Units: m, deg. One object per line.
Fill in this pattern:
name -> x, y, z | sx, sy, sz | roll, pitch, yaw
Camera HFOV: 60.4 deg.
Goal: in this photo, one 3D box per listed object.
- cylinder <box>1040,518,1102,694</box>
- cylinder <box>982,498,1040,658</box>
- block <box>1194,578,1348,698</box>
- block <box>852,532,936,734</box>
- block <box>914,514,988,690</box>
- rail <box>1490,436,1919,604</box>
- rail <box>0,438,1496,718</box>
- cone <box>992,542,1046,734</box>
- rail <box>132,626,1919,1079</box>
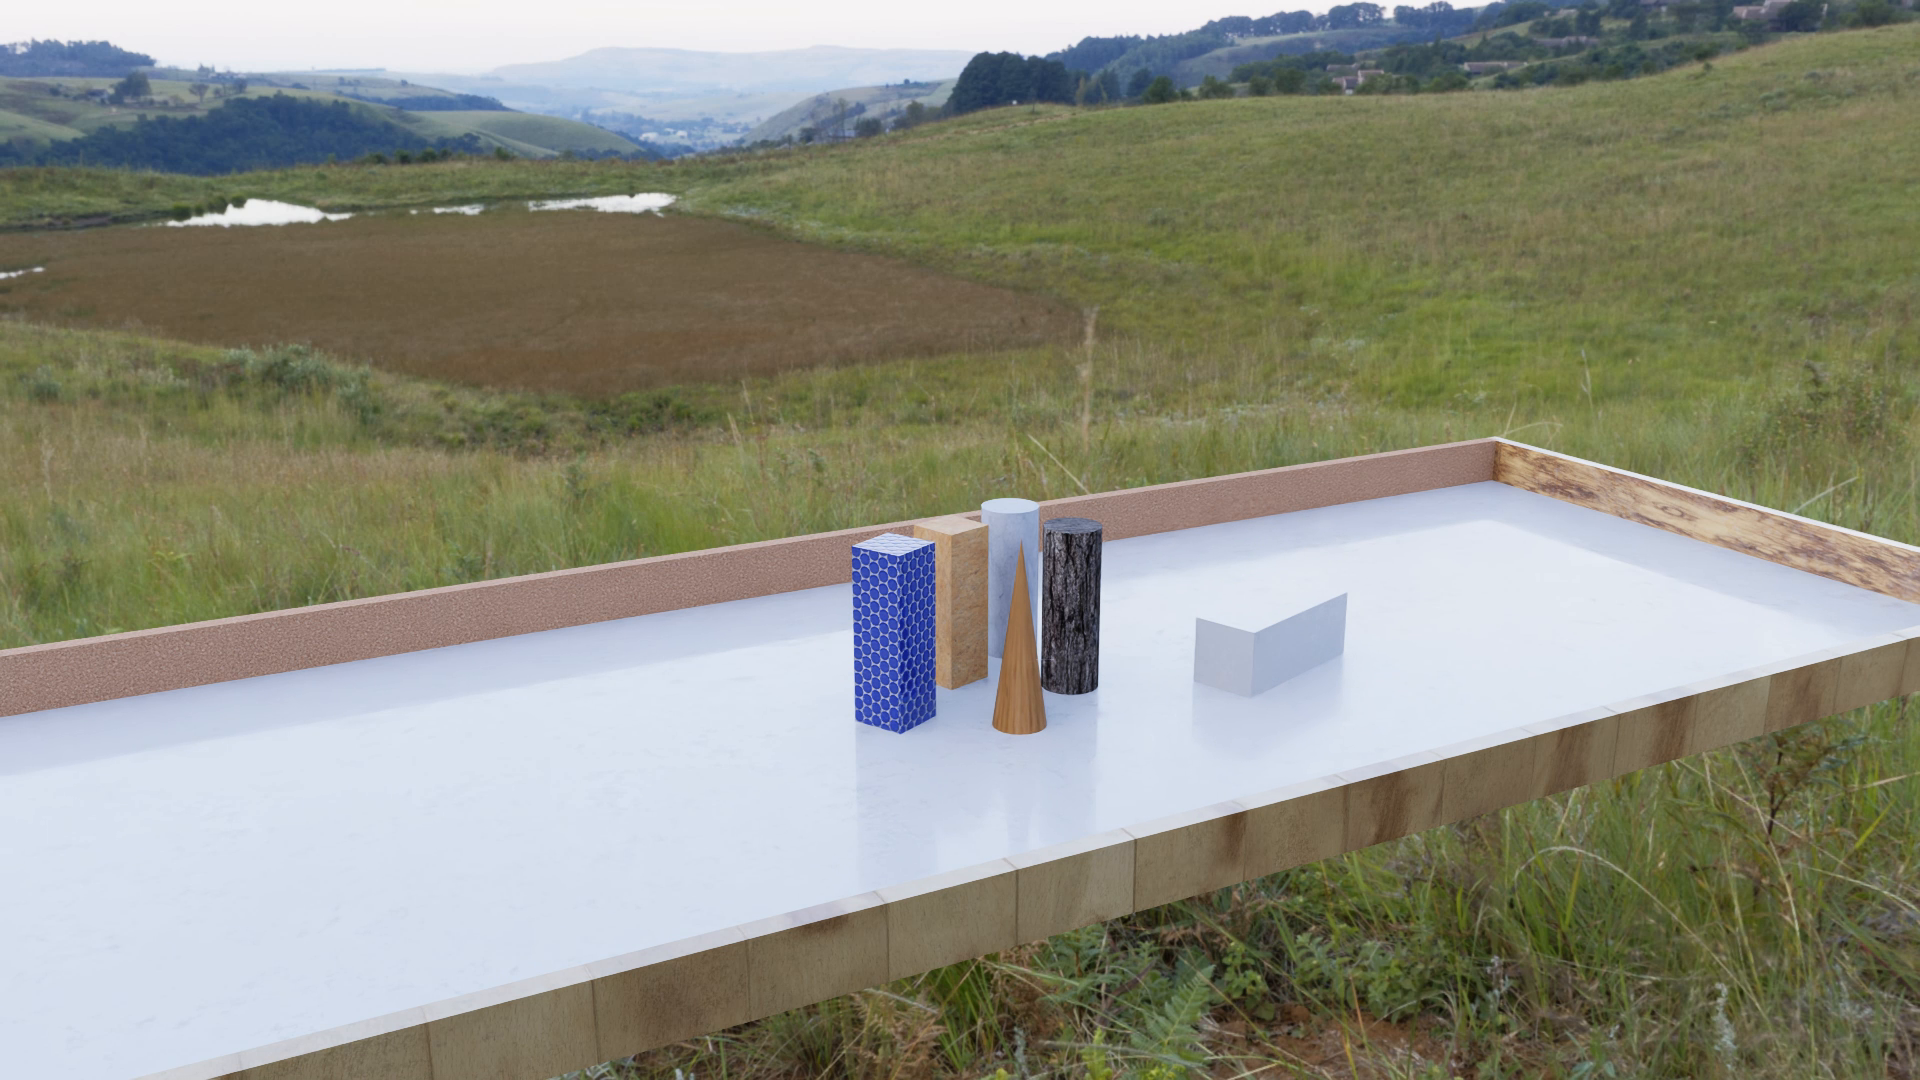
cylinder -> 0.274, 0.162, 4.069 | 0.144, 0.413, 0.144 | 0, 16, 0
cylinder -> 0.130, 0.100, 4.315 | 0.150, 0.394, 0.150 | 0, 16, 0
block -> 0.798, 0.245, 4.220 | 0.170, 0.170, 0.437 | 15, 22, 41
block -> -0.153, 0.216, 3.854 | 0.137, 0.431, 0.137 | 11, 20, 34
block -> -0.021, 0.154, 4.120 | 0.131, 0.400, 0.131 | 16, 22, 43
rail -> 2.466, -0.048, 5.253 | 0.050, 0.150, 2.100 | -9, 18, -27
rail -> -3.305, 0.497, 3.399 | 12.000, 0.150, 0.050 | -9, 18, -27
cone -> 0.140, 0.214, 3.817 | 0.129, 0.456, 0.129 | 0, 16, 0
rail -> -2.336, 1.006, 1.665 | 12.000, 0.150, 0.050 | -9, 18, -27
